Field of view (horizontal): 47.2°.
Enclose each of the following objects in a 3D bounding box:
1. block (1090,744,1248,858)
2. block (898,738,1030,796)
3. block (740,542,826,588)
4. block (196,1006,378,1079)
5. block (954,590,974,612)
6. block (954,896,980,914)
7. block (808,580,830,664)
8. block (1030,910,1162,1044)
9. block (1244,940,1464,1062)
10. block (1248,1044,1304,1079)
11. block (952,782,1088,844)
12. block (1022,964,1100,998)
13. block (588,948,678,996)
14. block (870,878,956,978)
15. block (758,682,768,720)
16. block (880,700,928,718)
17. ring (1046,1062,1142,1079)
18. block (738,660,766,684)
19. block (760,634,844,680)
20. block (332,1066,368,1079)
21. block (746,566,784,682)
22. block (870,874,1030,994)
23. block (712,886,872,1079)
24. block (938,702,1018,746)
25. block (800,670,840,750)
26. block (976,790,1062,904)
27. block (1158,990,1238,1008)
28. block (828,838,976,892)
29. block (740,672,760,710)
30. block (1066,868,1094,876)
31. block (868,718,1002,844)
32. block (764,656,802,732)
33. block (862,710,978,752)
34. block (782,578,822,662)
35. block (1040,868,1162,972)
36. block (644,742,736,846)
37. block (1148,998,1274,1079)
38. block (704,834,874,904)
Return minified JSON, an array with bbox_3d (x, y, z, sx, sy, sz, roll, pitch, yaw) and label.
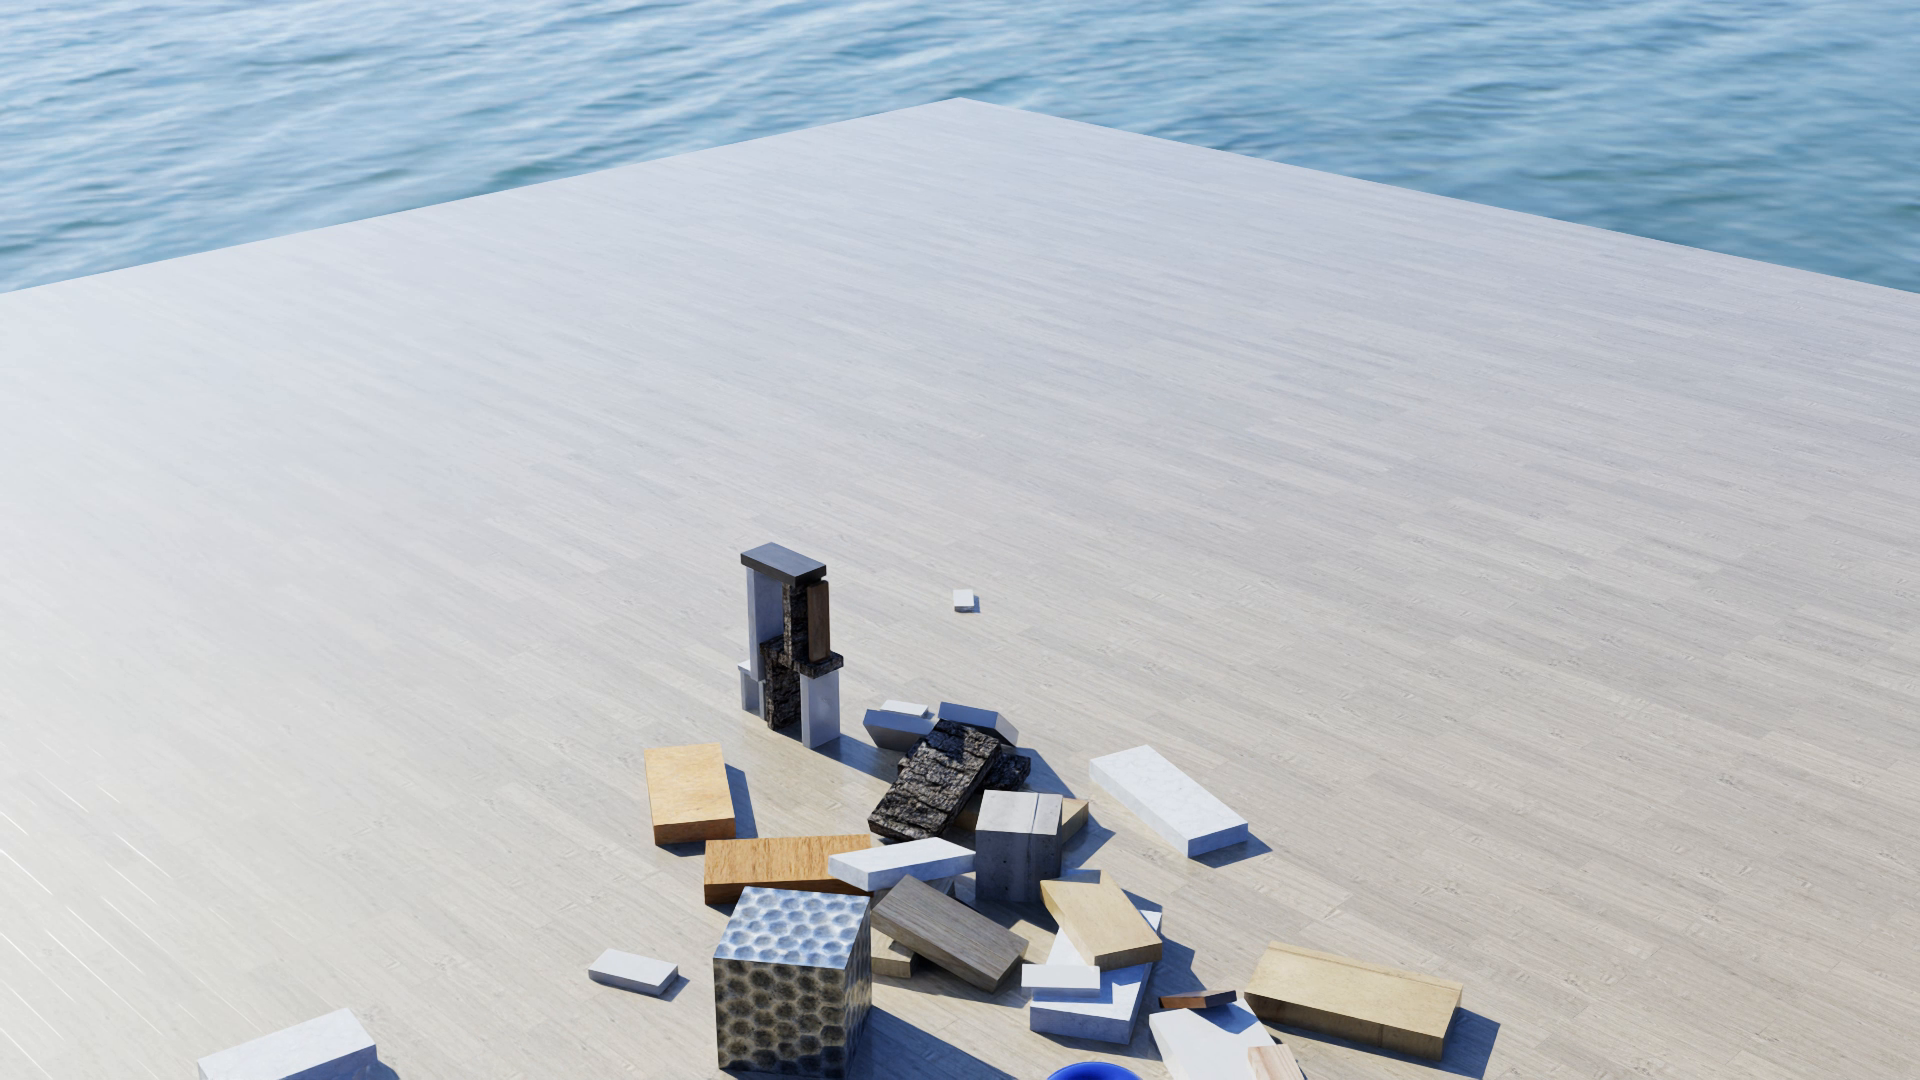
[{"bbox_3d":[0.420,0.526,4.469,0.142,0.040,0.368,-12,26,-26],"label":"block"},{"bbox_3d":[0.009,0.467,4.500,0.245,0.035,0.122,8,24,19],"label":"block"},{"bbox_3d":[-0.374,0.052,4.651,0.176,0.025,0.088,21,31,40],"label":"block"},{"bbox_3d":[-1.102,0.854,3.606,0.255,0.036,0.127,-15,27,-32],"label":"block"},{"bbox_3d":[0.009,0.148,5.395,0.048,0.014,0.096,-1,23,-1],"label":"block"},{"bbox_3d":[-0.037,0.688,4.113,0.071,0.020,0.142,-19,29,-37],"label":"block"},{"bbox_3d":[-0.296,0.173,4.618,0.048,0.177,0.014,-21,31,-41],"label":"block"},{"bbox_3d":[0.245,0.762,3.902,0.172,0.049,0.344,6,24,13],"label":"block"},{"bbox_3d":[0.683,0.798,3.819,0.344,0.049,0.172,9,25,21],"label":"block"},{"bbox_3d":[0.517,0.868,3.566,0.067,0.019,0.134,-3,23,-8],"label":"block"},{"bbox_3d":[0.081,0.539,4.433,0.319,0.045,0.159,14,26,29],"label":"block"},{"bbox_3d":[0.175,0.764,3.811,0.134,0.019,0.067,1,23,3],"label":"block"},{"bbox_3d":[-0.582,0.770,3.921,0.142,0.020,0.071,9,25,20],"label":"block"},{"bbox_3d":[-0.110,0.702,4.027,0.127,0.036,0.255,5,28,18],"label":"block"},{"bbox_3d":[-0.418,0.345,4.827,0.013,0.095,0.047,21,31,41],"label":"block"},{"bbox_3d":[-0.123,0.376,4.858,0.096,0.014,0.048,8,24,17],"label":"block"},{"bbox_3d":[0.217,0.911,3.531,0.197,0.066,0.197,-1,24,0],"label":"ring"},{"bbox_3d":[-0.440,0.286,4.827,0.095,0.013,0.047,21,31,41],"label":"block"},{"bbox_3d":[-0.340,0.246,4.705,0.174,0.025,0.087,21,31,41],"label":"block"},{"bbox_3d":[-1.102,0.966,3.436,0.130,0.037,0.490,5,24,12],"label":"block"},{"bbox_3d":[-0.415,0.169,4.745,0.025,0.266,0.088,21,31,41],"label":"block"},{"bbox_3d":[-0.020,0.707,3.952,0.260,0.037,0.130,27,33,17],"label":"block"},{"bbox_3d":[-0.279,0.747,3.719,0.220,0.220,0.220,3,23,8],"label":"block"},{"bbox_3d":[0.040,0.388,4.617,0.122,0.035,0.245,10,-12,14],"label":"block"},{"bbox_3d":[-0.299,0.353,4.706,0.025,0.174,0.087,21,31,41],"label":"block"},{"bbox_3d":[0.113,0.584,4.192,0.151,0.151,0.151,3,23,7],"label":"block"},{"bbox_3d":[0.408,0.790,3.780,0.067,0.019,0.134,-4,-9,-32],"label":"block"},{"bbox_3d":[-0.107,0.608,4.134,0.255,0.036,0.127,-4,10,-38],"label":"block"},{"bbox_3d":[-0.462,0.327,4.868,0.013,0.094,0.047,21,31,41],"label":"block"},{"bbox_3d":[0.239,0.669,4.159,0.071,0.020,0.142,1,23,2],"label":"block"},{"bbox_3d":[-0.049,0.491,4.401,0.142,0.040,0.283,18,51,26],"label":"block"},{"bbox_3d":[-0.380,0.321,4.782,0.025,0.174,0.087,21,31,41],"label":"block"},{"bbox_3d":[-0.072,0.417,4.629,0.245,0.122,0.035,9,63,19],"label":"block"},{"bbox_3d":[-0.332,0.160,4.651,0.025,0.175,0.088,21,31,41],"label":"block"},{"bbox_3d":[0.252,0.686,3.972,0.130,0.037,0.260,-8,24,-18],"label":"block"},{"bbox_3d":[-0.554,0.515,4.490,0.159,0.045,0.319,-4,23,-10],"label":"block"},{"bbox_3d":[0.453,0.884,3.615,0.172,0.049,0.344,-6,24,-15],"label":"block"},{"bbox_3d":[-0.328,0.631,4.217,0.319,0.045,0.159,-2,23,-4],"label":"block"}]
